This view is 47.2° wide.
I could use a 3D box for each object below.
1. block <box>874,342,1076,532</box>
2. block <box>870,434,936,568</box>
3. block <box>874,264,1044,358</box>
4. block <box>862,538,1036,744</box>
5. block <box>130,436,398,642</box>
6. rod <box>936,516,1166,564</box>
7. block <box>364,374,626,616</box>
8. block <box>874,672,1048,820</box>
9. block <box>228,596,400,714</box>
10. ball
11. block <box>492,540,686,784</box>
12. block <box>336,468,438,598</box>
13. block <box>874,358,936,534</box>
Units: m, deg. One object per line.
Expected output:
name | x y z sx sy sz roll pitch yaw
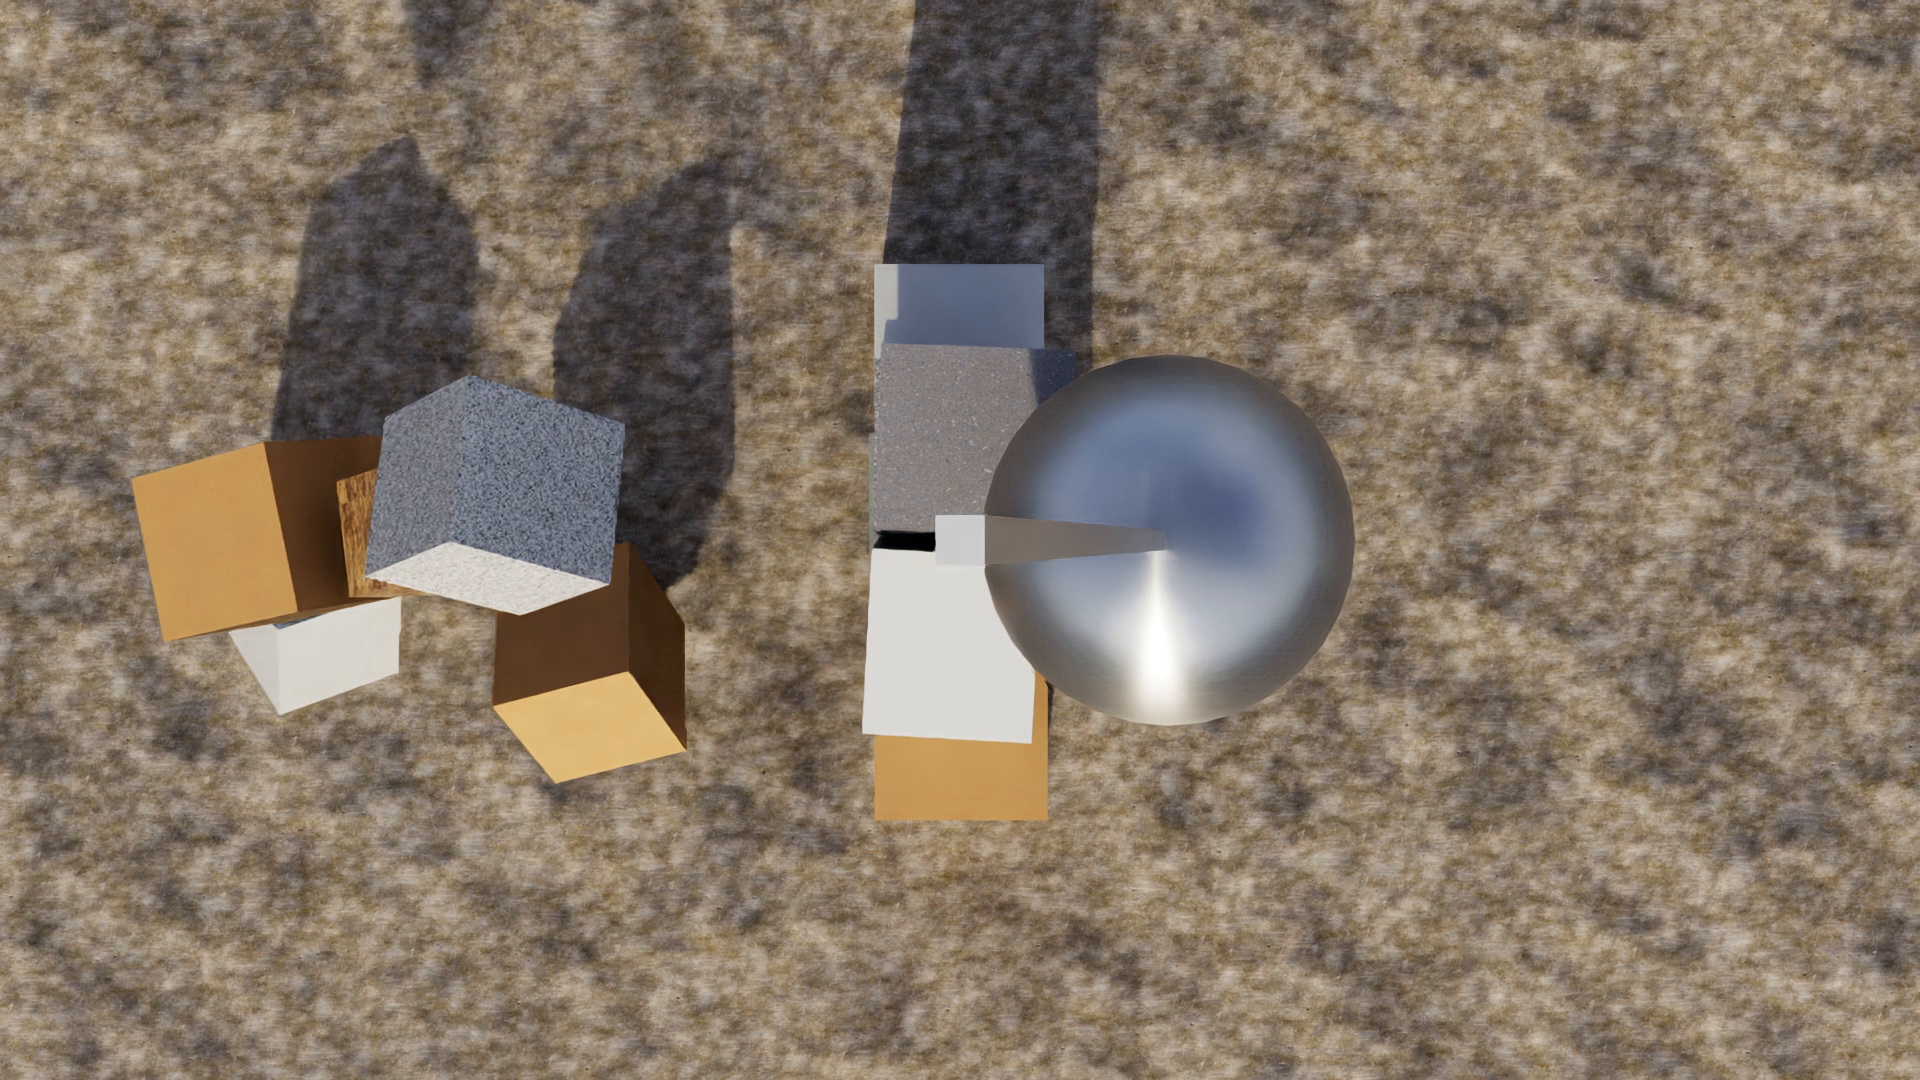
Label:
block | 0.071 -0.469 10.635 0.908 0.731 0.871 2 90 0
block | -0.004 -0.011 12.436 0.972 1.128 1.135 0 90 0
block | -0.004 -1.056 12.575 0.936 0.851 0.936 0 90 0
block | -0.040 0.500 11.405 0.846 0.926 0.928 3 94 0
block | -3.452 -0.017 11.103 0.896 0.863 0.827 -12 90 26
rod | 0.386 0.000 6.107 0.080 5.200 0.080 0 90 9
block | -2.122 -0.184 10.056 0.814 0.777 0.774 18 66 -39
block | 0.006 1.045 12.478 0.940 1.043 0.957 0 90 0
block | -3.658 0.372 12.371 0.713 0.692 0.779 -21 54 -32
ball | 0.891 0.000 9.469 1.600 1.600 1.600 0 90 0
block | -2.062 0.689 12.342 0.786 0.809 0.906 -15 50 9
block | -2.592 -0.053 10.693 0.549 0.579 0.567 -14 81 36
block | -0.011 -0.468 11.436 0.837 0.872 0.874 0 90 0
